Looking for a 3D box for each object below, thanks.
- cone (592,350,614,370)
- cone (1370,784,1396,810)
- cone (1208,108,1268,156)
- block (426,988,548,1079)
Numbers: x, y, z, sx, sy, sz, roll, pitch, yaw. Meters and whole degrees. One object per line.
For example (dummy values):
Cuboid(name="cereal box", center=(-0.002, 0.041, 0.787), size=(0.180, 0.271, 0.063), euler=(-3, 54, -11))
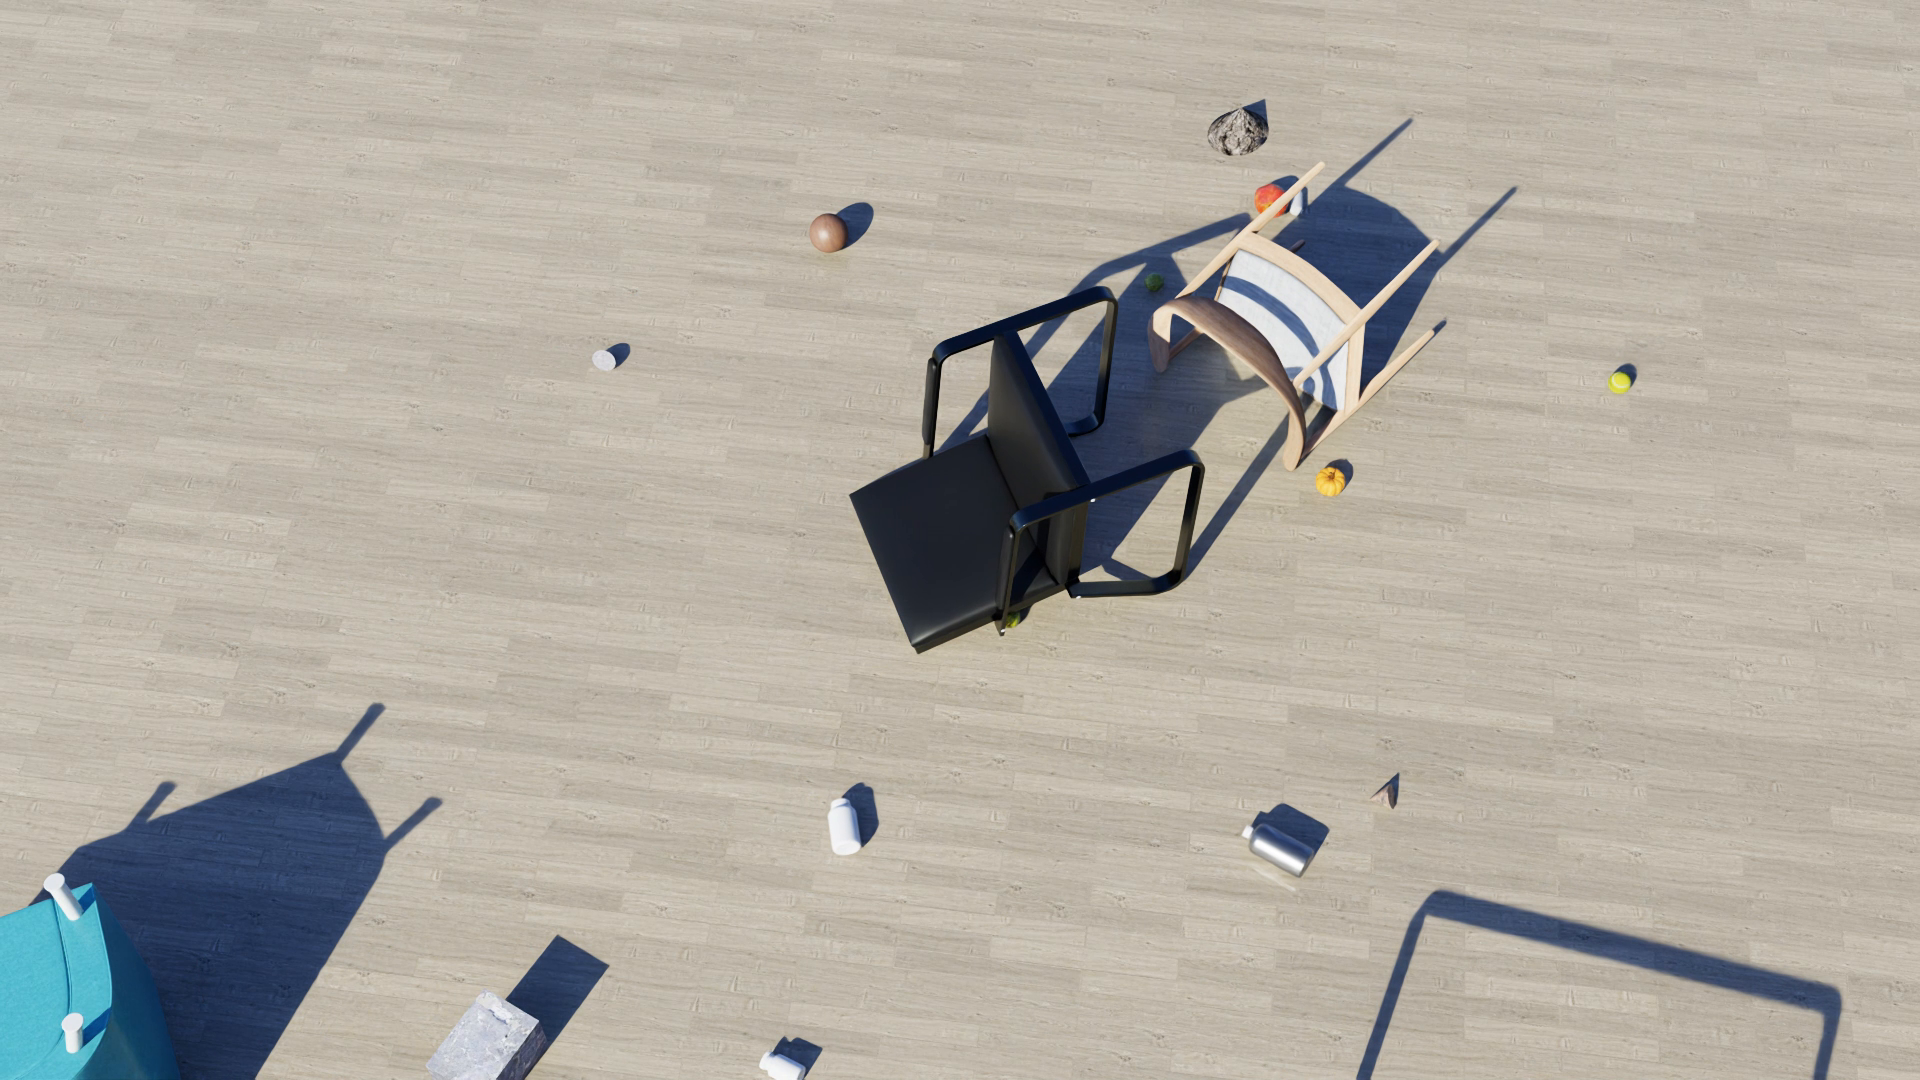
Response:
Cuboid(name="cone", center=(-1.111, -0.578, 6.944), size=(0.080, 0.067, 0.063), euler=(16, 26, 15))
Cuboid(name="cone", center=(1.161, 0.713, 6.077), size=(0.065, 0.066, 0.076), euler=(-11, 30, 26))
Cuboid(name="cone", center=(0.950, -1.423, 7.456), size=(0.194, 0.121, 0.232), euler=(38, 64, 22))
Cuboid(name="block", center=(-1.201, 1.310, 5.598), size=(0.173, 0.161, 0.239), euler=(26, 60, 17))
